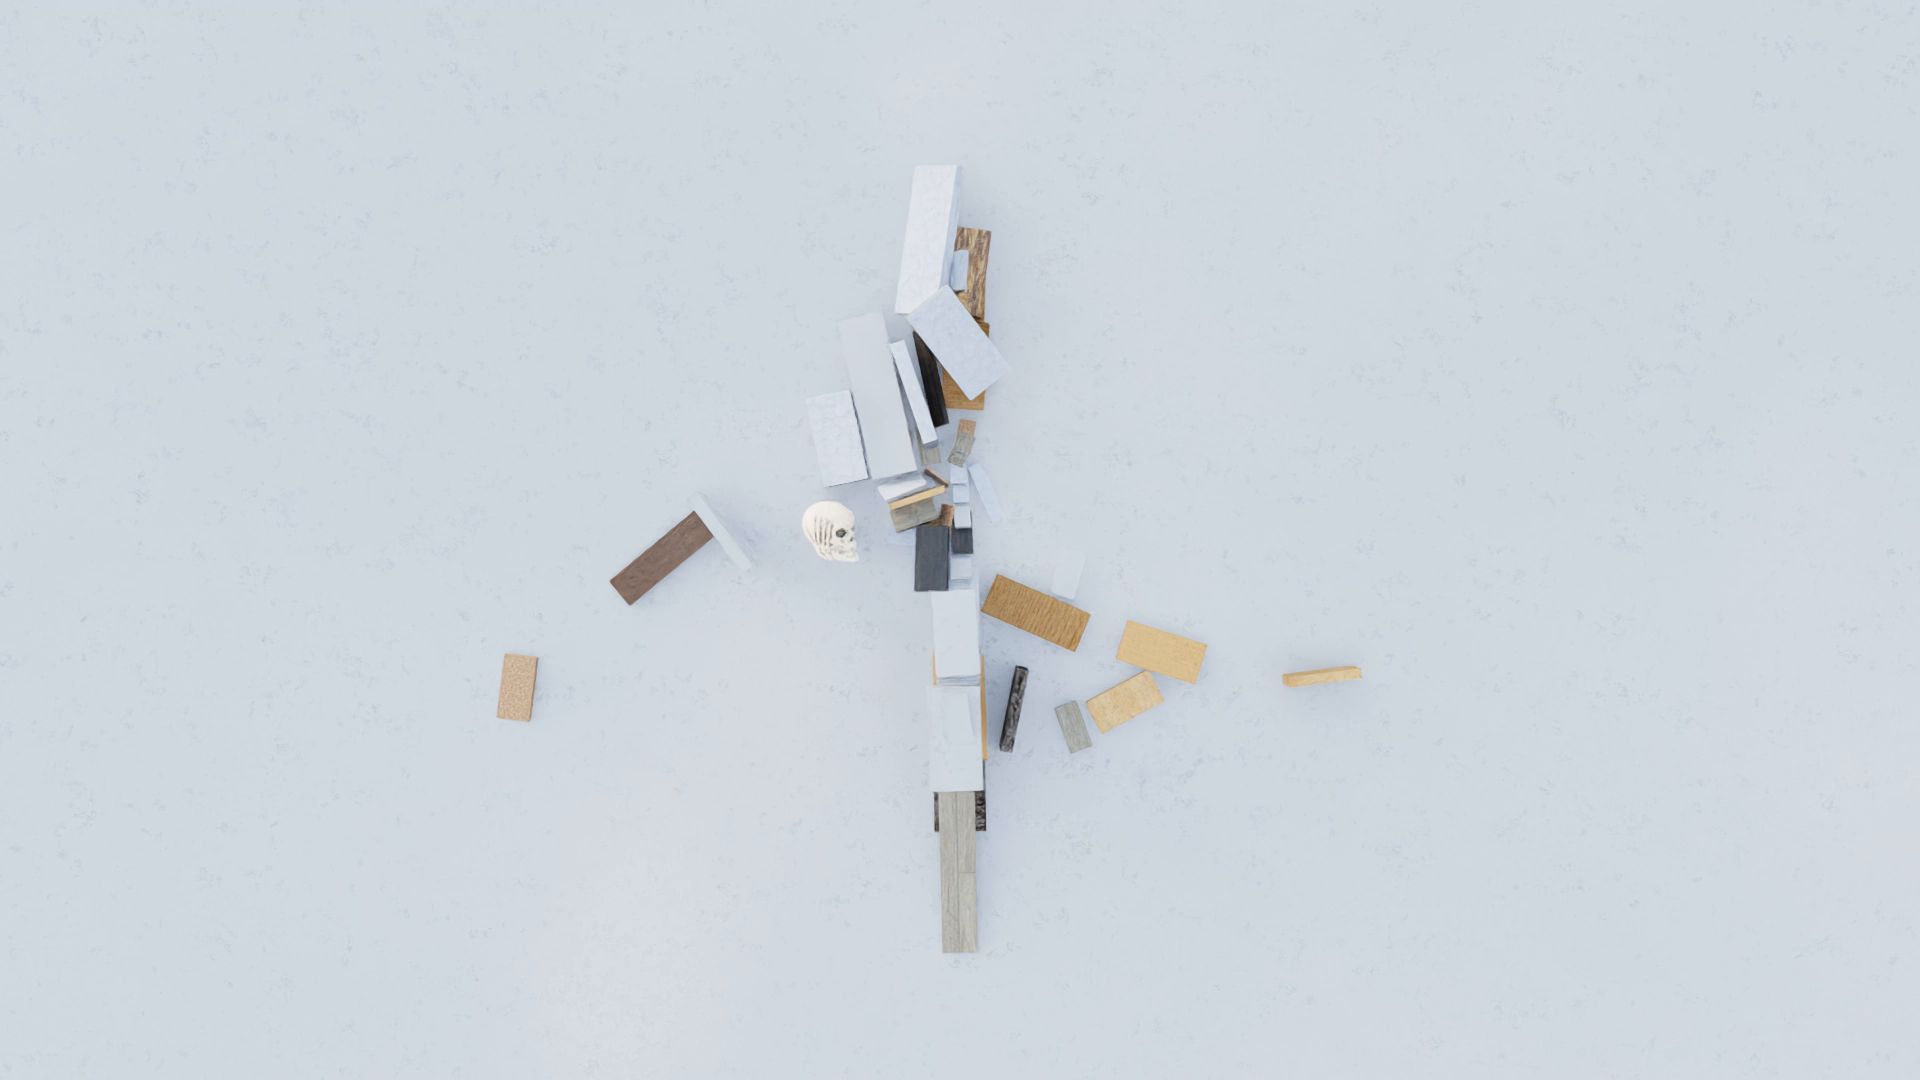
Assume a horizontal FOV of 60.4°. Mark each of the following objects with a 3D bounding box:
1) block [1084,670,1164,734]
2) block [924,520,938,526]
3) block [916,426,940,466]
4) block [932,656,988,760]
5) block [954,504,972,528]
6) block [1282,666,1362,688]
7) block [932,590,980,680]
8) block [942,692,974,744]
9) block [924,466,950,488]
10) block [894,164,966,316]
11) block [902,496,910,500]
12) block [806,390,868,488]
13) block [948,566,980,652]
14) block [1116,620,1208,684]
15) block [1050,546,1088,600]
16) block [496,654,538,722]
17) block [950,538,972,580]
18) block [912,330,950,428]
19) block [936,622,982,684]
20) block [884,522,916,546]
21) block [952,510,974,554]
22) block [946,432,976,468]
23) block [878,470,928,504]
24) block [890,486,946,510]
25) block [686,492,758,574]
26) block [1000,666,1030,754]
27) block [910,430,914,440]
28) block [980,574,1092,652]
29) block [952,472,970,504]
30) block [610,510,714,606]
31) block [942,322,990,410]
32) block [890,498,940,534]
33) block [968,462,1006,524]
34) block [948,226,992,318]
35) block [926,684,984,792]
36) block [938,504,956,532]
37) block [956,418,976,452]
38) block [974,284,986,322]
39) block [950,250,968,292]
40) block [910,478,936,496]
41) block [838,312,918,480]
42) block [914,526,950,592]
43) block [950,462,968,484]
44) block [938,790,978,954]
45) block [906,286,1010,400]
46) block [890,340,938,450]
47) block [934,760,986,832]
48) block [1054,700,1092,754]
[{"bbox_3d":[0.547,0.537,5.483,0.237,0.034,0.118,-28,90,0],"label":"block"},{"bbox_3d":[-0.102,-0.025,5.493,0.047,0.013,0.098,8,90,0],"label":"block"},{"bbox_3d":[-0.105,-0.316,5.491,0.066,0.019,0.131,-9,90,0],"label":"block"},{"bbox_3d":[0.000,0.556,5.440,0.171,0.049,0.343,-2,78,0],"label":"block"},{"bbox_3d":[0.007,-0.090,5.470,0.053,0.015,0.106,-4,64,-1],"label":"block"},{"bbox_3d":[1.193,0.450,5.441,0.237,0.118,0.034,-7,90,0],"label":"block"},{"bbox_3d":[-0.014,0.307,5.369,0.143,0.041,0.286,-4,72,-1],"label":"block"},{"bbox_3d":[-0.007,0.572,5.303,0.081,0.023,0.161,-9,96,1],"label":"block"},{"bbox_3d":[-0.076,-0.208,5.476,0.094,0.047,0.013,36,71,0],"label":"block"},{"bbox_3d":[-0.100,-0.984,5.430,0.171,0.048,0.492,8,90,36],"label":"block"},{"bbox_3d":[-0.164,-0.152,5.493,0.103,0.015,0.051,10,90,0],"label":"block"},{"bbox_3d":[-0.407,-0.336,5.479,0.150,0.043,0.301,-12,90,0],"label":"block"},{"bbox_3d":[-0.007,0.231,5.436,0.143,0.041,0.286,-1,72,0],"label":"block"},{"bbox_3d":[0.669,0.372,5.481,0.274,0.039,0.137,17,90,0],"label":"block"},{"bbox_3d":[0.362,0.110,5.489,0.081,0.023,0.161,18,90,0],"label":"block"},{"bbox_3d":[-1.471,0.490,5.485,0.108,0.030,0.215,7,90,0],"label":"block"},{"bbox_3d":[0.002,0.062,5.462,0.072,0.020,0.143,-1,66,0],"label":"block"},{"bbox_3d":[-0.097,-0.540,5.462,0.019,0.066,0.333,-10,87,-41],"label":"block"},{"bbox_3d":[-0.003,0.411,5.423,0.143,0.041,0.286,1,73,1],"label":"block"},{"bbox_3d":[-0.177,-0.017,5.482,0.143,0.020,0.072,8,90,6],"label":"block"},{"bbox_3d":[0.006,-0.024,5.469,0.072,0.020,0.143,-3,72,0],"label":"block"},{"bbox_3d":[0.005,-0.299,5.462,0.055,0.016,0.110,25,83,5],"label":"block"},{"bbox_3d":[-0.189,-0.174,5.454,0.149,0.021,0.075,-23,46,-10],"label":"block"},{"bbox_3d":[-0.140,-0.138,5.448,0.192,0.075,0.021,-18,89,0],"label":"block"},{"bbox_3d":[-0.780,-0.025,5.425,0.043,0.150,0.301,-37,90,0],"label":"block"},{"bbox_3d":[0.178,0.556,5.431,0.039,0.137,0.275,12,90,0],"label":"block"},{"bbox_3d":[-0.187,-0.316,5.493,0.051,0.015,0.103,8,90,0],"label":"block"},{"bbox_3d":[0.252,0.242,5.481,0.339,0.039,0.137,23,90,0],"label":"block"},{"bbox_3d":[0.003,-0.174,5.481,0.053,0.015,0.106,-2,77,0],"label":"block"},{"bbox_3d":[-0.985,0.057,5.485,0.378,0.030,0.108,-40,90,0],"label":"block"},{"bbox_3d":[0.016,-0.577,5.449,0.143,0.041,0.286,4,102,0],"label":"block"},{"bbox_3d":[-0.152,-0.082,5.466,0.149,0.021,0.075,-18,76,0],"label":"block"},{"bbox_3d":[0.089,-0.158,5.493,0.051,0.015,0.204,-23,90,0],"label":"block"},{"bbox_3d":[0.015,-0.883,5.439,0.143,0.041,0.286,8,90,0],"label":"block"},{"bbox_3d":[-0.016,0.640,5.347,0.171,0.049,0.343,-2,97,0],"label":"block"},{"bbox_3d":[-0.047,-0.065,5.475,0.015,0.053,0.106,10,90,-41],"label":"block"},{"bbox_3d":[0.018,-0.345,5.483,0.055,0.016,0.110,10,82,3],"label":"block"},{"bbox_3d":[0.010,-0.768,5.480,0.143,0.041,0.286,2,90,0],"label":"block"},{"bbox_3d":[-0.002,-0.878,5.386,0.019,0.066,0.131,4,89,-37],"label":"block"},{"bbox_3d":[-0.131,-0.175,5.467,0.094,0.013,0.047,-19,46,-7],"label":"block"},{"bbox_3d":[-0.272,-0.476,5.469,0.150,0.043,0.539,-13,88,2],"label":"block"},{"bbox_3d":[-0.092,0.061,5.433,0.108,0.030,0.215,1,84,10],"label":"block"},{"bbox_3d":[-0.005,-0.239,5.480,0.055,0.016,0.110,-2,77,0],"label":"block"},{"bbox_3d":[-0.005,1.094,5.450,0.118,0.034,0.550,-1,97,0],"label":"block"},{"bbox_3d":[-0.005,-0.641,5.370,0.171,0.048,0.342,-39,107,1],"label":"block"},{"bbox_3d":[-0.149,-0.472,5.402,0.048,0.171,0.342,-19,86,-1],"label":"block"},{"bbox_3d":[-0.002,0.792,5.476,0.171,0.049,0.343,-1,90,0],"label":"block"},{"bbox_3d":[0.377,0.622,5.489,0.081,0.023,0.161,-20,90,0],"label":"block"}]
